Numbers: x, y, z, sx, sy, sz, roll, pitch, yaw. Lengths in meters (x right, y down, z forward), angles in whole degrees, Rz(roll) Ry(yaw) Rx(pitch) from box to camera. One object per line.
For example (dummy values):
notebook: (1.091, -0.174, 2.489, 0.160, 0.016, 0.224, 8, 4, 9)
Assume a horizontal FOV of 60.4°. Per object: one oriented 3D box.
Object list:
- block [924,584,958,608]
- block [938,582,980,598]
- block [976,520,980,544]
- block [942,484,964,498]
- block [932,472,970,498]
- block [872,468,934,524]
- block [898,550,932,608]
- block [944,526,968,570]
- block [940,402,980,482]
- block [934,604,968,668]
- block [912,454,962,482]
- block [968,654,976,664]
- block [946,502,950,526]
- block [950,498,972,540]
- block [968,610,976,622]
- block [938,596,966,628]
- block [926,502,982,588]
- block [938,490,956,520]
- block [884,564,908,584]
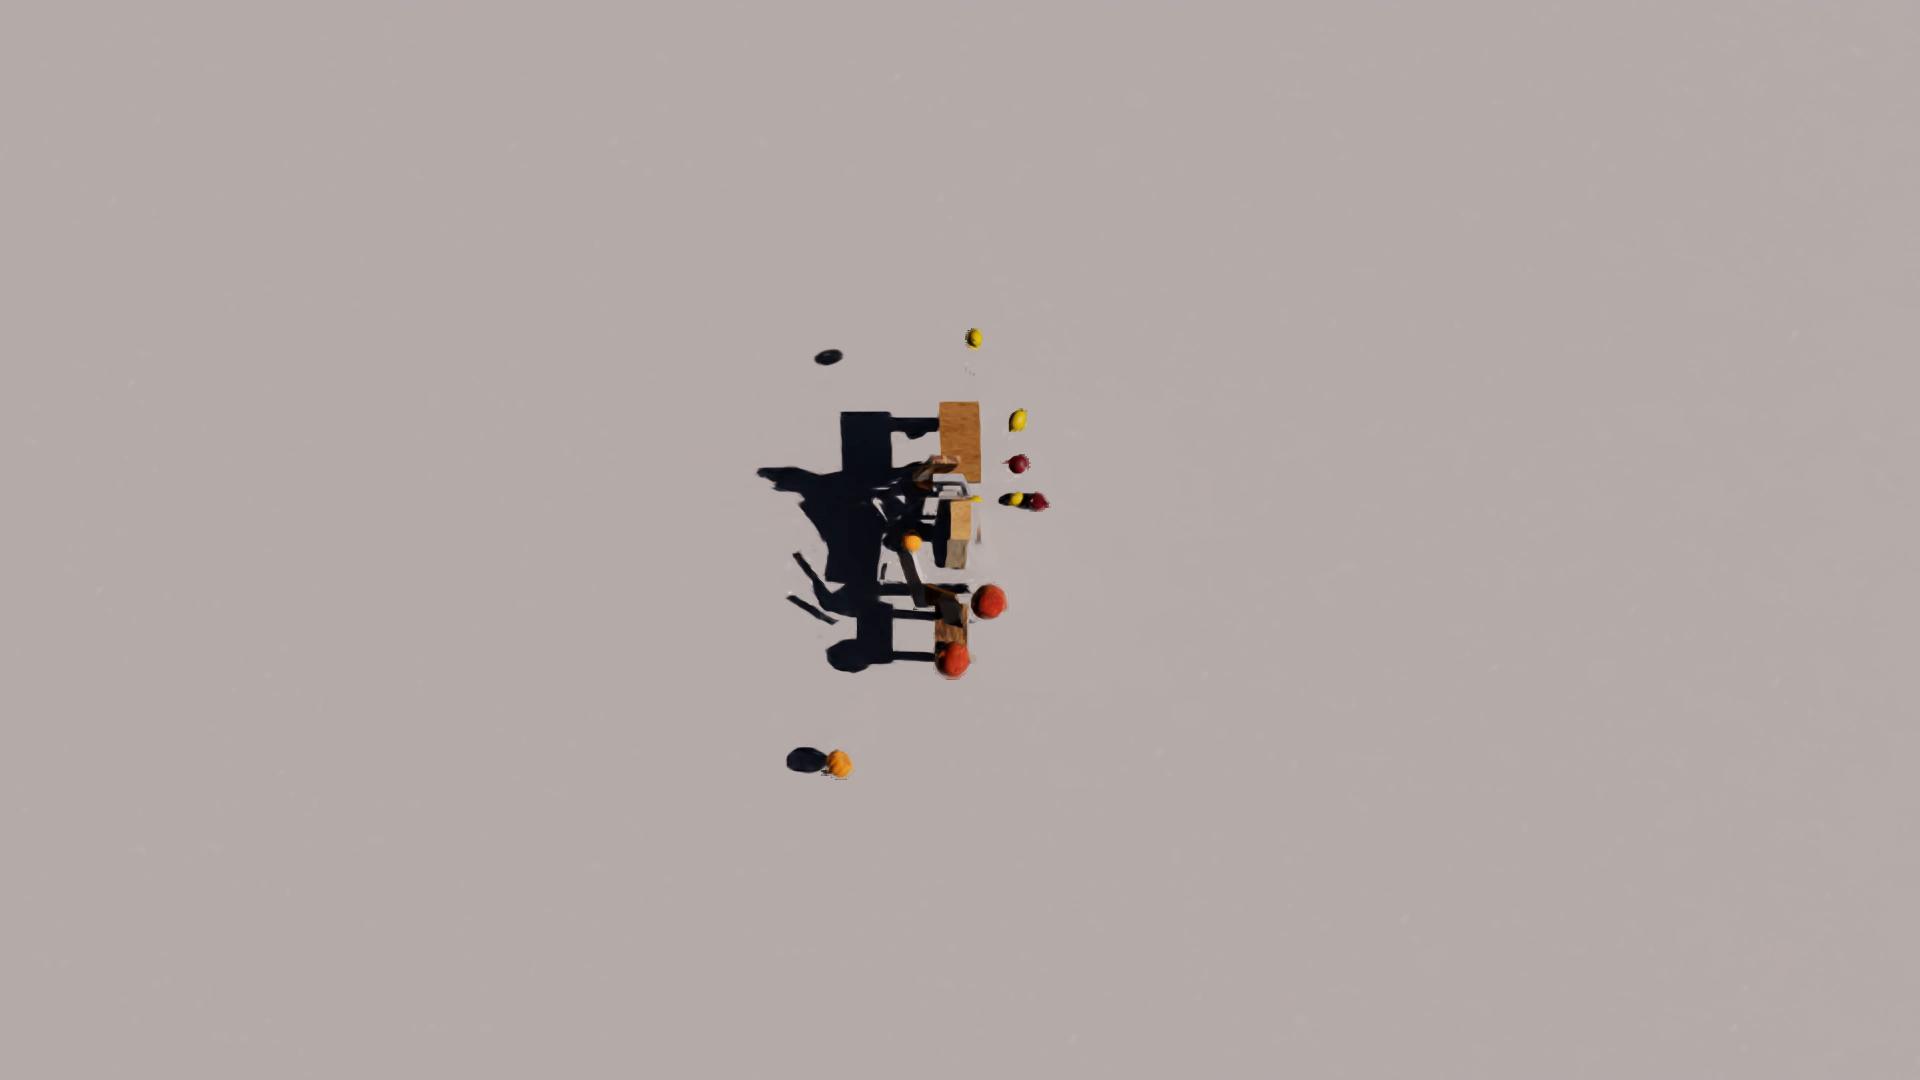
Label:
block: (-0.059, 0.183, 5.148, 0.123, 0.017, 0.062, 19, 122, 36)
block: (0.000, 0.163, 5.363, 0.135, 0.269, 0.038, 0, 85, 1)
block: (-0.001, -0.036, 5.363, 0.135, 0.269, 0.038, 0, 77, 2)
block: (-0.019, -0.143, 5.223, 0.055, 0.287, 0.016, 1, 82, 3)
block: (-0.025, -0.169, 5.196, 0.091, 0.342, 0.026, -1, 82, 4)
block: (-0.184, -0.142, 5.301, 0.182, 0.026, 0.091, -37, 92, -10)
block: (-0.142, 0.124, 5.202, 0.017, 0.062, 0.196, -36, 117, -41)
block: (-0.009, 0.025, 5.162, 0.064, 0.018, 0.128, 4, 106, -4)
block: (0.000, -0.309, 5.226, 0.127, 0.036, 0.255, -1, 90, 0)
block: (-0.027, 0.305, 5.274, 0.103, 0.029, 0.205, 1, 90, 7)
block: (-0.073, -0.222, 5.078, 0.091, 0.182, 0.026, -3, 76, -23)
block: (-0.009, 0.386, 5.391, 0.103, 0.205, 0.029, 1, 85, 7)
block: (-0.010, -0.065, 5.145, 0.064, 0.018, 0.128, -4, 125, 1)
block: (0.003, -0.065, 5.109, 0.064, 0.018, 0.128, -2, 113, -3)
block: (-0.010, 0.248, 5.391, 0.103, 0.205, 0.029, 2, 84, 7)
block: (-0.026, 0.221, 5.089, 0.062, 0.123, 0.017, 11, 54, 22)
block: (-0.018, 0.005, 5.209, 0.135, 0.038, 0.269, 8, 91, 1)
block: (-0.041, -0.108, 5.143, 0.055, 0.111, 0.016, 2, 47, 0)
block: (-0.192, 0.114, 5.492, 0.111, 0.016, 0.055, 11, 90, 0)
